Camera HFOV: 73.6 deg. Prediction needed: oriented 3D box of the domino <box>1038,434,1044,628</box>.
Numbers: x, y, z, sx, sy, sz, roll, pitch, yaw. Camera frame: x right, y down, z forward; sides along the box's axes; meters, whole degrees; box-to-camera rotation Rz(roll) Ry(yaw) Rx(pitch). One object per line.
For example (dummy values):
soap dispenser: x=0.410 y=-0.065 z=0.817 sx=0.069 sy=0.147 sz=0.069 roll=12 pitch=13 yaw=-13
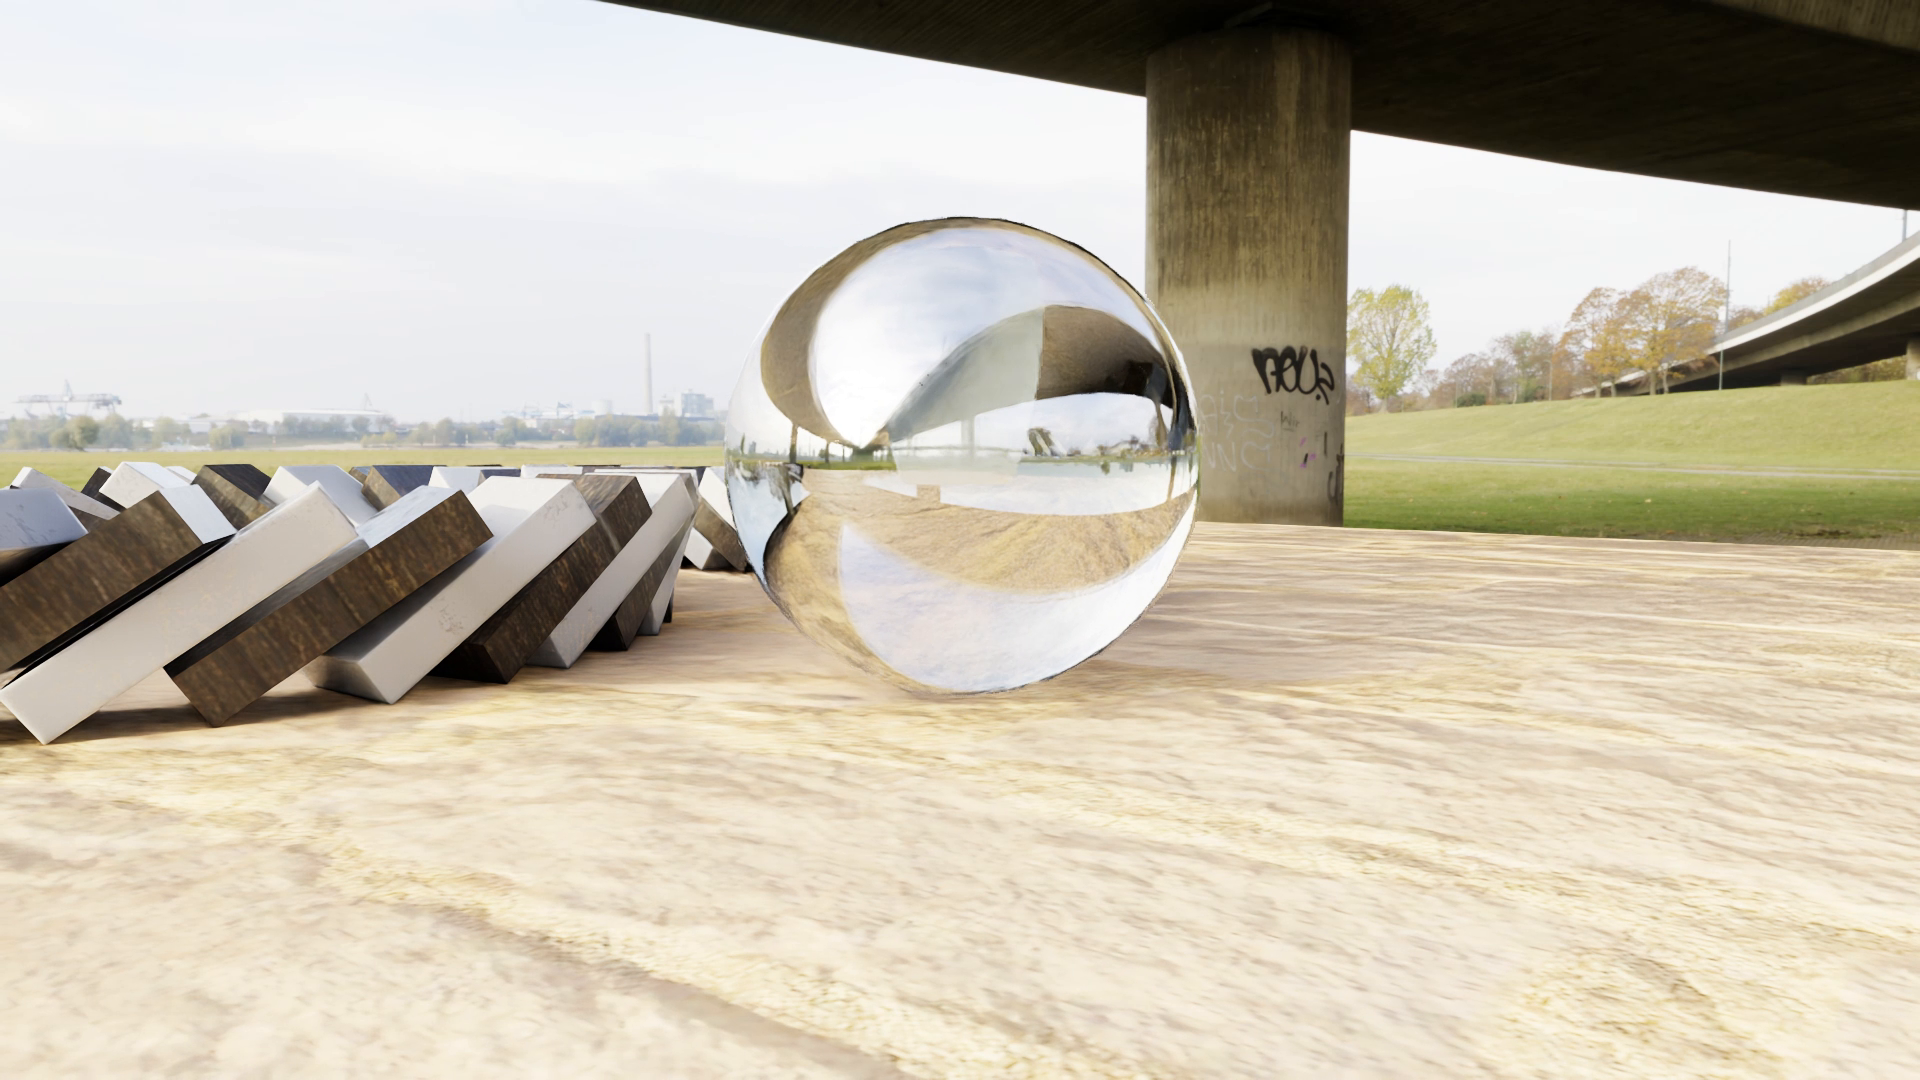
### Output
domino: x=0.007 y=-0.003 z=0.306 sx=0.025 sy=0.050 sz=0.010 roll=0 pitch=-34 yaw=2

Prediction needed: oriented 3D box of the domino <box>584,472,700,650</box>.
domino: x=-0.078 y=0.003 z=0.283 sx=0.025 sy=0.009 sz=0.050 roll=1 pitch=38 yaw=10

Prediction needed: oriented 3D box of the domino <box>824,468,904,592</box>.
domino: x=-0.020 y=-0.004 z=0.390 sx=0.025 sy=0.009 sz=0.050 roll=-3 pitch=38 yaw=-32

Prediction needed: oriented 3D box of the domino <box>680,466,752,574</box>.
domino: x=-0.079 y=-0.008 z=0.438 sx=0.050 sy=0.010 sz=0.025 roll=40 pitch=25 yaw=27

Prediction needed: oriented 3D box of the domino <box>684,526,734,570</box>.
domino: x=-0.095 y=-0.008 z=0.447 sx=0.050 sy=0.009 sz=0.025 roll=38 pitch=22 yaw=24

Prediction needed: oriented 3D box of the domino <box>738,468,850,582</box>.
domino: x=-0.048 y=-0.006 z=0.416 sx=0.025 sy=0.009 sz=0.050 roll=-4 pitch=38 yaw=-45

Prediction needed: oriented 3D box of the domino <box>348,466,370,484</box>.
domino: x=-0.190 y=-0.009 z=0.453 sx=0.050 sy=0.009 sz=0.025 roll=32 pitch=1 yaw=-7

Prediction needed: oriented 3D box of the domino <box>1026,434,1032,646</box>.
domino: x=0.003 y=-0.001 z=0.282 sx=0.025 sy=0.050 sz=0.009 roll=0 pitch=-34 yaw=2

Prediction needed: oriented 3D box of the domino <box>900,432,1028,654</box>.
domino: x=0.002 y=0.000 z=0.270 sx=0.025 sy=0.050 sz=0.009 roll=0 pitch=-34 yaw=3

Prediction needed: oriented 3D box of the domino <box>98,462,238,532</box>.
domino: x=-0.205 y=-0.003 z=0.352 sx=0.050 sy=0.009 sz=0.025 roll=36 pitch=-7 yaw=-14

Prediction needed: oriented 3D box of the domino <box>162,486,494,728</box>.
domino: x=-0.105 y=0.009 z=0.212 sx=0.050 sy=0.010 sz=0.025 roll=-41 pitch=26 yaw=-27

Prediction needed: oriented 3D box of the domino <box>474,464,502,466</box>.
domino: x=-0.152 y=-0.009 z=0.458 sx=0.050 sy=0.010 sz=0.025 roll=33 pitch=7 yaw=3

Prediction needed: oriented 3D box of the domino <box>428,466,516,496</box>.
domino: x=-0.127 y=-0.003 z=0.362 sx=0.025 sy=0.009 sz=0.050 roll=-3 pitch=39 yaw=-47

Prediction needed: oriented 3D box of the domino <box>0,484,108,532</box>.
domino: x=-0.218 y=0.002 z=0.328 sx=0.025 sy=0.010 sz=0.050 roll=-4 pitch=-26 yaw=46

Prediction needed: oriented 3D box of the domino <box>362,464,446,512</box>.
domino: x=-0.146 y=-0.003 z=0.369 sx=0.050 sy=0.009 sz=0.025 roll=40 pitch=22 yaw=22

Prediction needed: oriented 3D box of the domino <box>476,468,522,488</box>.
domino: x=-0.112 y=-0.001 z=0.350 sx=0.025 sy=0.009 sz=0.050 roll=-3 pitch=39 yaw=-39

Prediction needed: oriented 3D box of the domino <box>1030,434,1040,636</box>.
domino: x=0.005 y=-0.002 z=0.294 sx=0.025 sy=0.050 sz=0.009 roll=0 pitch=-35 yaw=2

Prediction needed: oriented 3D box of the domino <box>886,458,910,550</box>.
domino: x=-0.005 y=-0.004 z=0.374 sx=0.025 sy=0.010 sz=0.050 roll=-1 pitch=42 yaw=-14

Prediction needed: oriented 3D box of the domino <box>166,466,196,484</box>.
domino: x=-0.244 y=-0.008 z=0.434 sx=0.050 sy=0.009 sz=0.025 roll=33 pitch=-8 yaw=-20

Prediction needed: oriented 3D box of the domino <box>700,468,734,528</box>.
domino: x=-0.063 y=-0.007 z=0.428 sx=0.025 sy=0.009 sz=0.050 roll=-5 pitch=39 yaw=-49

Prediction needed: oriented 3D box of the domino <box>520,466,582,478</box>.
domino: x=-0.098 y=-0.001 z=0.336 sx=0.025 sy=0.009 sz=0.050 roll=-2 pitch=40 yaw=-30

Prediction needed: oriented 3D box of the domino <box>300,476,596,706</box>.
domino: x=-0.092 y=0.007 z=0.229 sx=0.025 sy=0.009 sz=0.050 roll=4 pitch=40 yaw=36

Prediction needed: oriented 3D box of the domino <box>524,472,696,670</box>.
domino: x=-0.078 y=0.005 z=0.262 sx=0.025 sy=0.010 sz=0.050 roll=2 pitch=39 yaw=24

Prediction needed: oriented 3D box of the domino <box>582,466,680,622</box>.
domino: x=-0.084 y=0.000 z=0.320 sx=0.025 sy=0.010 sz=0.050 roll=0 pitch=39 yaw=-8

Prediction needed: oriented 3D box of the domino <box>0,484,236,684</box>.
domino: x=-0.135 y=0.010 z=0.189 sx=0.050 sy=0.009 sz=0.025 roll=-37 pitch=15 yaw=-13

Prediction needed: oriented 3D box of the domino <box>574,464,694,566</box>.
domino: x=-0.113 y=-0.009 z=0.454 sx=0.050 sy=0.010 sz=0.025 roll=37 pitch=18 yaw=19

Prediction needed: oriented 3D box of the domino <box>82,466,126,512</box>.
domino: x=-0.260 y=-0.007 z=0.423 sx=0.050 sy=0.010 sz=0.025 roll=35 pitch=-14 yaw=-27

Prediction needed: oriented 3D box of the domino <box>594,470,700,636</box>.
domino: x=-0.079 y=0.002 z=0.301 sx=0.025 sy=0.010 sz=0.050 roll=0 pitch=39 yaw=2

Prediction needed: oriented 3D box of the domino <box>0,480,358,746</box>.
domino: x=-0.119 y=0.009 z=0.199 sx=0.050 sy=0.009 sz=0.025 roll=-39 pitch=20 yaw=-19

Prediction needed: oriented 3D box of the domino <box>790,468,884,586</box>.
domino: x=-0.032 y=-0.005 z=0.404 sx=0.025 sy=0.009 sz=0.050 roll=-3 pitch=37 yaw=-35

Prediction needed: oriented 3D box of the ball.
ball: x=0.001 y=-0.014 z=0.217 sx=0.080 sy=0.080 sz=0.080 roll=0 pitch=4 yaw=0

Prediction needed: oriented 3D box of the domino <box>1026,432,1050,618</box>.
domino: x=0.009 y=-0.004 z=0.319 sx=0.025 sy=0.050 sz=0.009 roll=1 pitch=-34 yaw=1

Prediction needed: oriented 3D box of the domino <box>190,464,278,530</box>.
domino: x=-0.187 y=-0.003 z=0.361 sx=0.050 sy=0.009 sz=0.025 roll=35 pitch=2 yaw=-4

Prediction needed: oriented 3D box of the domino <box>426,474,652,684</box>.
domino: x=-0.084 y=0.006 z=0.247 sx=0.025 sy=0.009 sz=0.050 roll=3 pitch=39 yaw=25

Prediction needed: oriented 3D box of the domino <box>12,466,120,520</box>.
domino: x=-0.273 y=-0.006 z=0.408 sx=0.025 sy=0.010 sz=0.050 roll=5 pitch=-27 yaw=49

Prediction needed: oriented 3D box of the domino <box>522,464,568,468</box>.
domino: x=-0.132 y=-0.009 z=0.458 sx=0.050 sy=0.010 sz=0.025 roll=35 pitch=13 yaw=13

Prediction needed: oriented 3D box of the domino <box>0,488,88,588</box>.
domino: x=-0.153 y=0.011 z=0.180 sx=0.050 sy=0.009 sz=0.025 roll=-35 pitch=7 yaw=-2

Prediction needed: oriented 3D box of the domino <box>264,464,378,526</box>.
domino: x=-0.168 y=-0.003 z=0.365 sx=0.050 sy=0.010 sz=0.025 roll=35 pitch=8 yaw=4
